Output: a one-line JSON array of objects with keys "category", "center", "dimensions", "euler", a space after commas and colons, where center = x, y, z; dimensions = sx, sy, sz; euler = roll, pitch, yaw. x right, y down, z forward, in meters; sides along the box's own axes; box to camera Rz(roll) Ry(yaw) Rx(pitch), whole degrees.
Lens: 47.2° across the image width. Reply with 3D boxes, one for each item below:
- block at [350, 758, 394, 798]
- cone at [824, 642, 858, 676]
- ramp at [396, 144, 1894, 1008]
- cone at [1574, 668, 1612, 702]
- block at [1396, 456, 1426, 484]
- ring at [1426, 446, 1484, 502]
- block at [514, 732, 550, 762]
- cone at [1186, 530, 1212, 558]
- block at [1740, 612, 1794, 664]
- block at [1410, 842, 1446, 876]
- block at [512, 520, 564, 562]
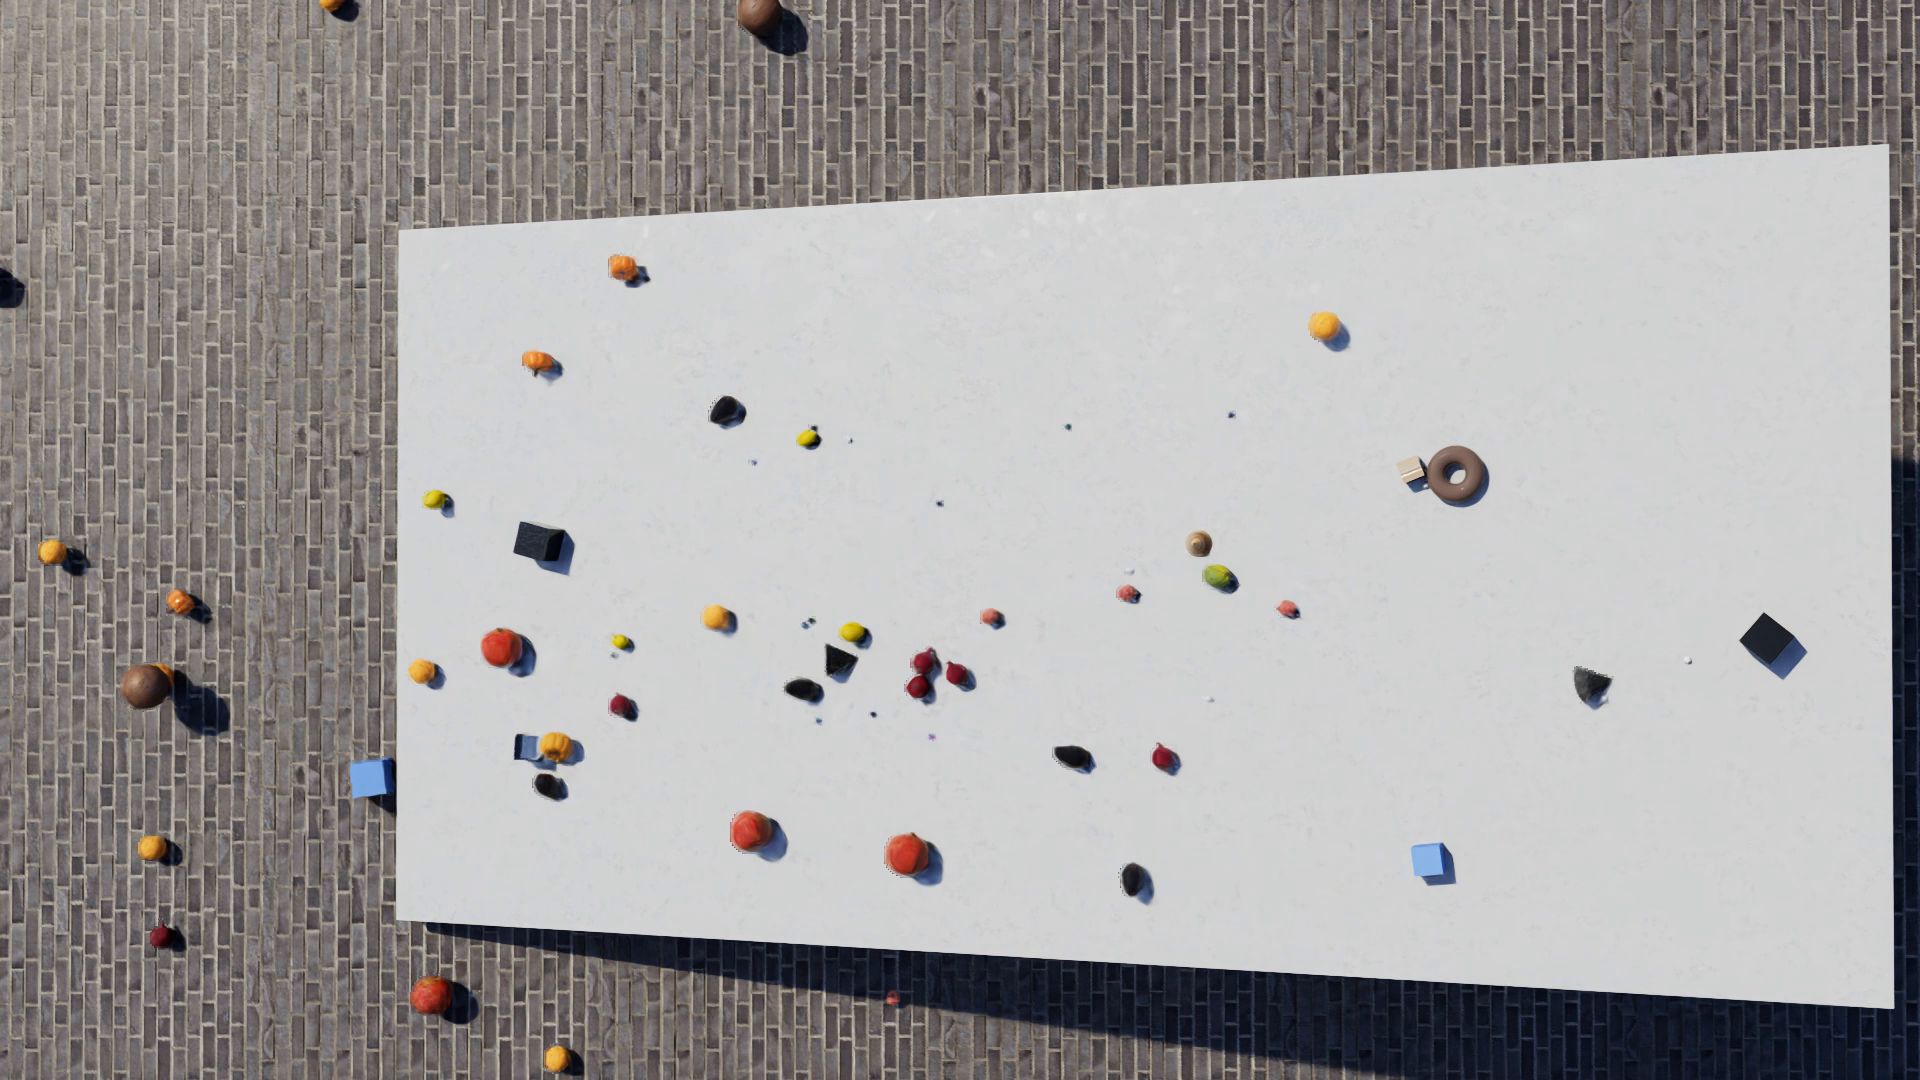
[{"category": "block", "center": [-1.715, 0.694, 6.416], "dimensions": [0.096, 0.096, 0.096], "euler": [-7, 89, 0]}, {"category": "cone", "center": [-0.314, 0.319, 5.904], "dimensions": [0.093, 0.093, 0.093], "euler": [-3, 89, -8]}, {"category": "ramp", "center": [0.278, 0.091, 5.779], "dimensions": [4.000, 0.100, 2.000], "euler": [0, 89, 19]}, {"category": "cone", "center": [1.530, 0.342, 5.276], "dimensions": [0.082, 0.082, 0.082], "euler": [-10, 89, -8]}, {"category": "block", "center": [1.112, -0.173, 5.418], "dimensions": [0.053, 0.053, 0.053], "euler": [-23, 82, 17]}, {"category": "ring", "center": [1.214, -0.162, 5.387], "dimensions": [0.141, 0.047, 0.141], "euler": [0, 91, 19]}, {"category": "block", "center": [-1.204, 0.582, 6.188], "dimensions": [0.071, 0.071, 0.071], "euler": [6, 91, 19]}, {"category": "cone", "center": [0.599, 0.009, 5.581], "dimensions": [0.070, 0.070, 0.070], "euler": [0, 89, 19]}, {"category": "block", "center": [1.882, 0.229, 5.132], "dimensions": [0.087, 0.087, 0.087], "euler": [41, 102, 15]}, {"category": "block", "center": [1.147, 0.782, 5.384], "dimensions": [0.069, 0.069, 0.069], "euler": [-9, 86, 19]}, {"category": "block", "center": [-1.182, 0.003, 6.177], "dimensions": [0.093, 0.093, 0.093], "euler": [15, 94, 18]}]
